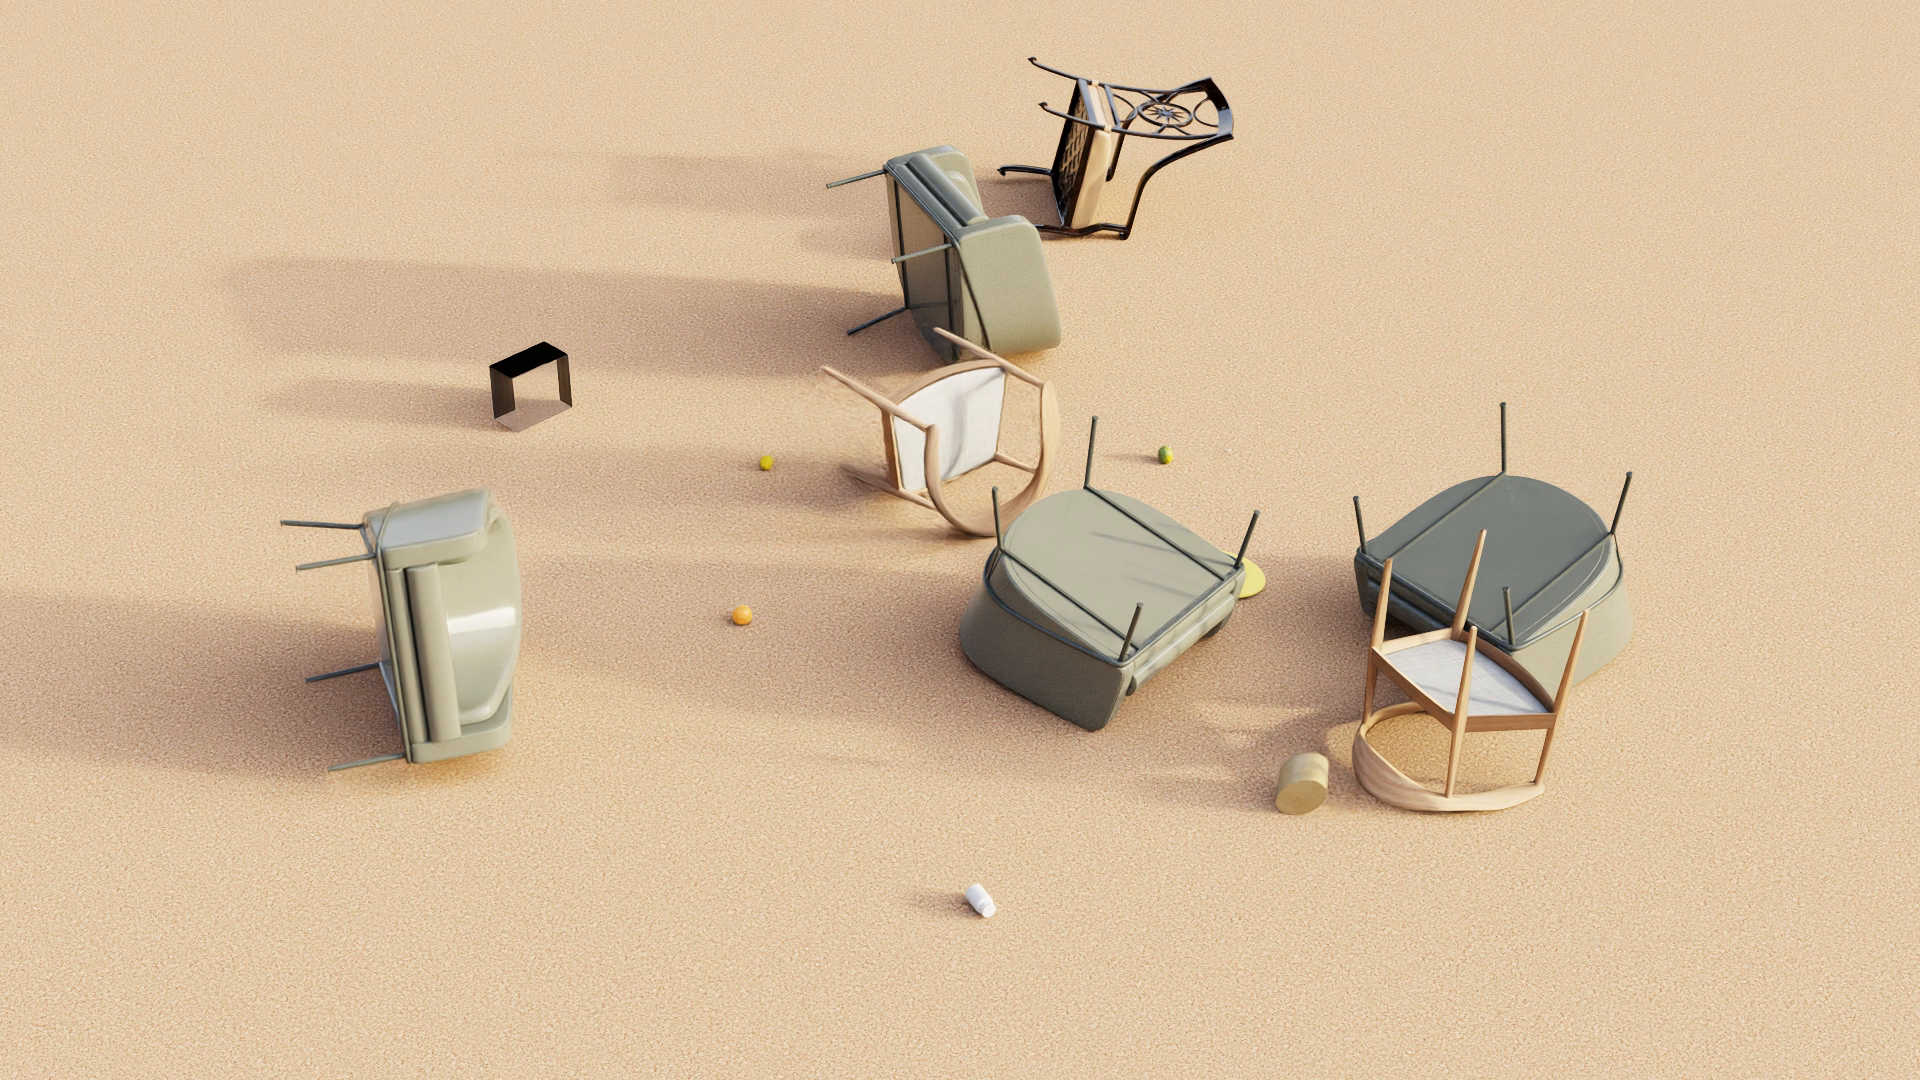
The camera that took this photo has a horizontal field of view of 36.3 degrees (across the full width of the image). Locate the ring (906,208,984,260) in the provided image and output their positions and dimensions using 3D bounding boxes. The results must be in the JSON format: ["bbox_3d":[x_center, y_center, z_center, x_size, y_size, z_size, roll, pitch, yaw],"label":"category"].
[{"bbox_3d":[-0.067,-1.347,12.869,0.348,0.135,0.345,-21,40,-30],"label":"ring"}]

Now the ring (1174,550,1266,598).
[{"bbox_3d":[0.948,0.122,10.720,0.358,0.044,0.277,21,39,29],"label":"ring"}]

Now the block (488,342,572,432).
[{"bbox_3d":[-1.704,-0.608,11.645,0.150,0.245,0.278,28,43,36],"label":"block"}]

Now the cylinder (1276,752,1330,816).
[{"bbox_3d":[1.122,0.798,9.597,0.180,0.128,0.148,-31,23,27],"label":"cylinder"}]
